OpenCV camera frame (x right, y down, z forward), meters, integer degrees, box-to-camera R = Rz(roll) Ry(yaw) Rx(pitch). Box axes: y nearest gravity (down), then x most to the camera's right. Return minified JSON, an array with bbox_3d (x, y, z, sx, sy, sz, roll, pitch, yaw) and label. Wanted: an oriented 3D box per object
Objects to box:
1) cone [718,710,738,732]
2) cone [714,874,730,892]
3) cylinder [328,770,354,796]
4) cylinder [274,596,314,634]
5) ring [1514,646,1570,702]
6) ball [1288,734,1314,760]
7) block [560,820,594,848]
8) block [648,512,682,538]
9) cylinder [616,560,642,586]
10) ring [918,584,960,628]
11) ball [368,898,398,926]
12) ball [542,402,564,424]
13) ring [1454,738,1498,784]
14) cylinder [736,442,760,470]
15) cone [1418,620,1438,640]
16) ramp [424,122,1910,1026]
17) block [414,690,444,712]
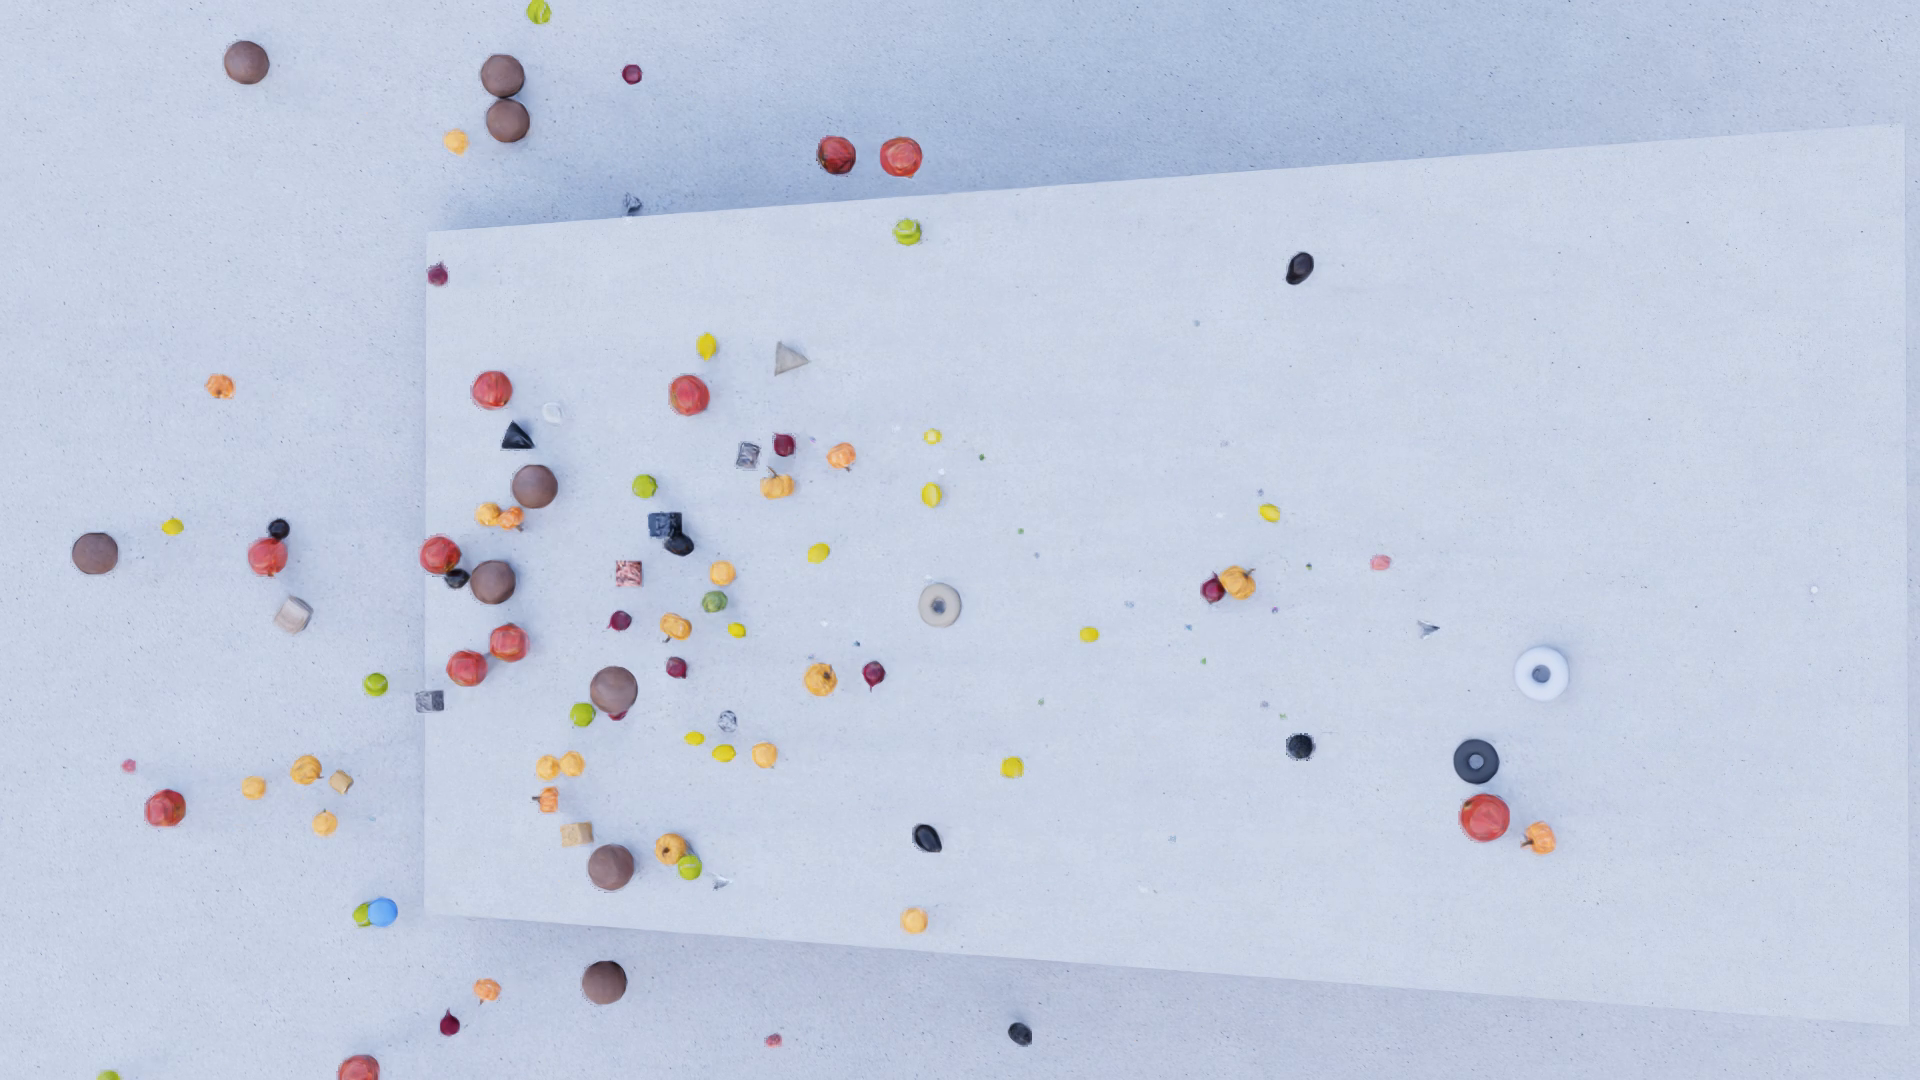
[{"bbox_3d":[-0.650,0.499,6.023,0.063,0.063,0.063,0,89,23],"label":"cone"},{"bbox_3d":[-0.651,0.940,6.040,0.050,0.050,0.050,0,89,-3],"label":"cone"},{"bbox_3d":[-1.834,0.718,6.516,0.055,0.055,0.055,37,89,0],"label":"cylinder"},{"bbox_3d":[-1.972,0.222,6.508,0.084,0.084,0.084,35,94,0],"label":"cylinder"},{"bbox_3d":[1.365,0.314,5.161,0.128,0.043,0.128,0,90,25],"label":"ring"},{"bbox_3d":[0.833,0.505,5.379,0.063,0.063,0.063,0,89,0],"label":"ball"},{"bbox_3d":[-1.082,0.830,6.207,0.062,0.062,0.062,-12,85,23],"label":"block"},{"bbox_3d":[-0.818,-0.042,6.101,0.066,0.066,0.066,-5,87,23],"label":"block"},{"bbox_3d":[-0.925,0.095,6.141,0.070,0.070,0.070,2,91,0],"label":"cylinder"},{"bbox_3d":[-0.054,0.173,5.781,0.120,0.040,0.120,0,91,23],"label":"ring"},{"bbox_3d":[-1.697,1.094,6.463,0.085,0.085,0.085,0,89,0],"label":"ball"},{"bbox_3d":[-1.156,-0.363,6.254,0.062,0.062,0.062,0,89,0],"label":"ball"},{"bbox_3d":[1.225,0.526,5.222,0.108,0.036,0.108,-1,88,24],"label":"ring"},{"bbox_3d":[-0.571,-0.227,5.935,0.054,0.054,0.054,17,63,0],"label":"cylinder"},{"bbox_3d":[1.129,0.214,5.275,0.050,0.050,0.050,-7,89,-3],"label":"cone"},{"bbox_3d":[0.283,0.084,5.711,4.000,0.100,2.000,0,89,23],"label":"ramp"},{"bbox_3d":[-1.548,0.470,6.417,0.058,0.058,0.058,-5,88,23],"label":"block"}]
